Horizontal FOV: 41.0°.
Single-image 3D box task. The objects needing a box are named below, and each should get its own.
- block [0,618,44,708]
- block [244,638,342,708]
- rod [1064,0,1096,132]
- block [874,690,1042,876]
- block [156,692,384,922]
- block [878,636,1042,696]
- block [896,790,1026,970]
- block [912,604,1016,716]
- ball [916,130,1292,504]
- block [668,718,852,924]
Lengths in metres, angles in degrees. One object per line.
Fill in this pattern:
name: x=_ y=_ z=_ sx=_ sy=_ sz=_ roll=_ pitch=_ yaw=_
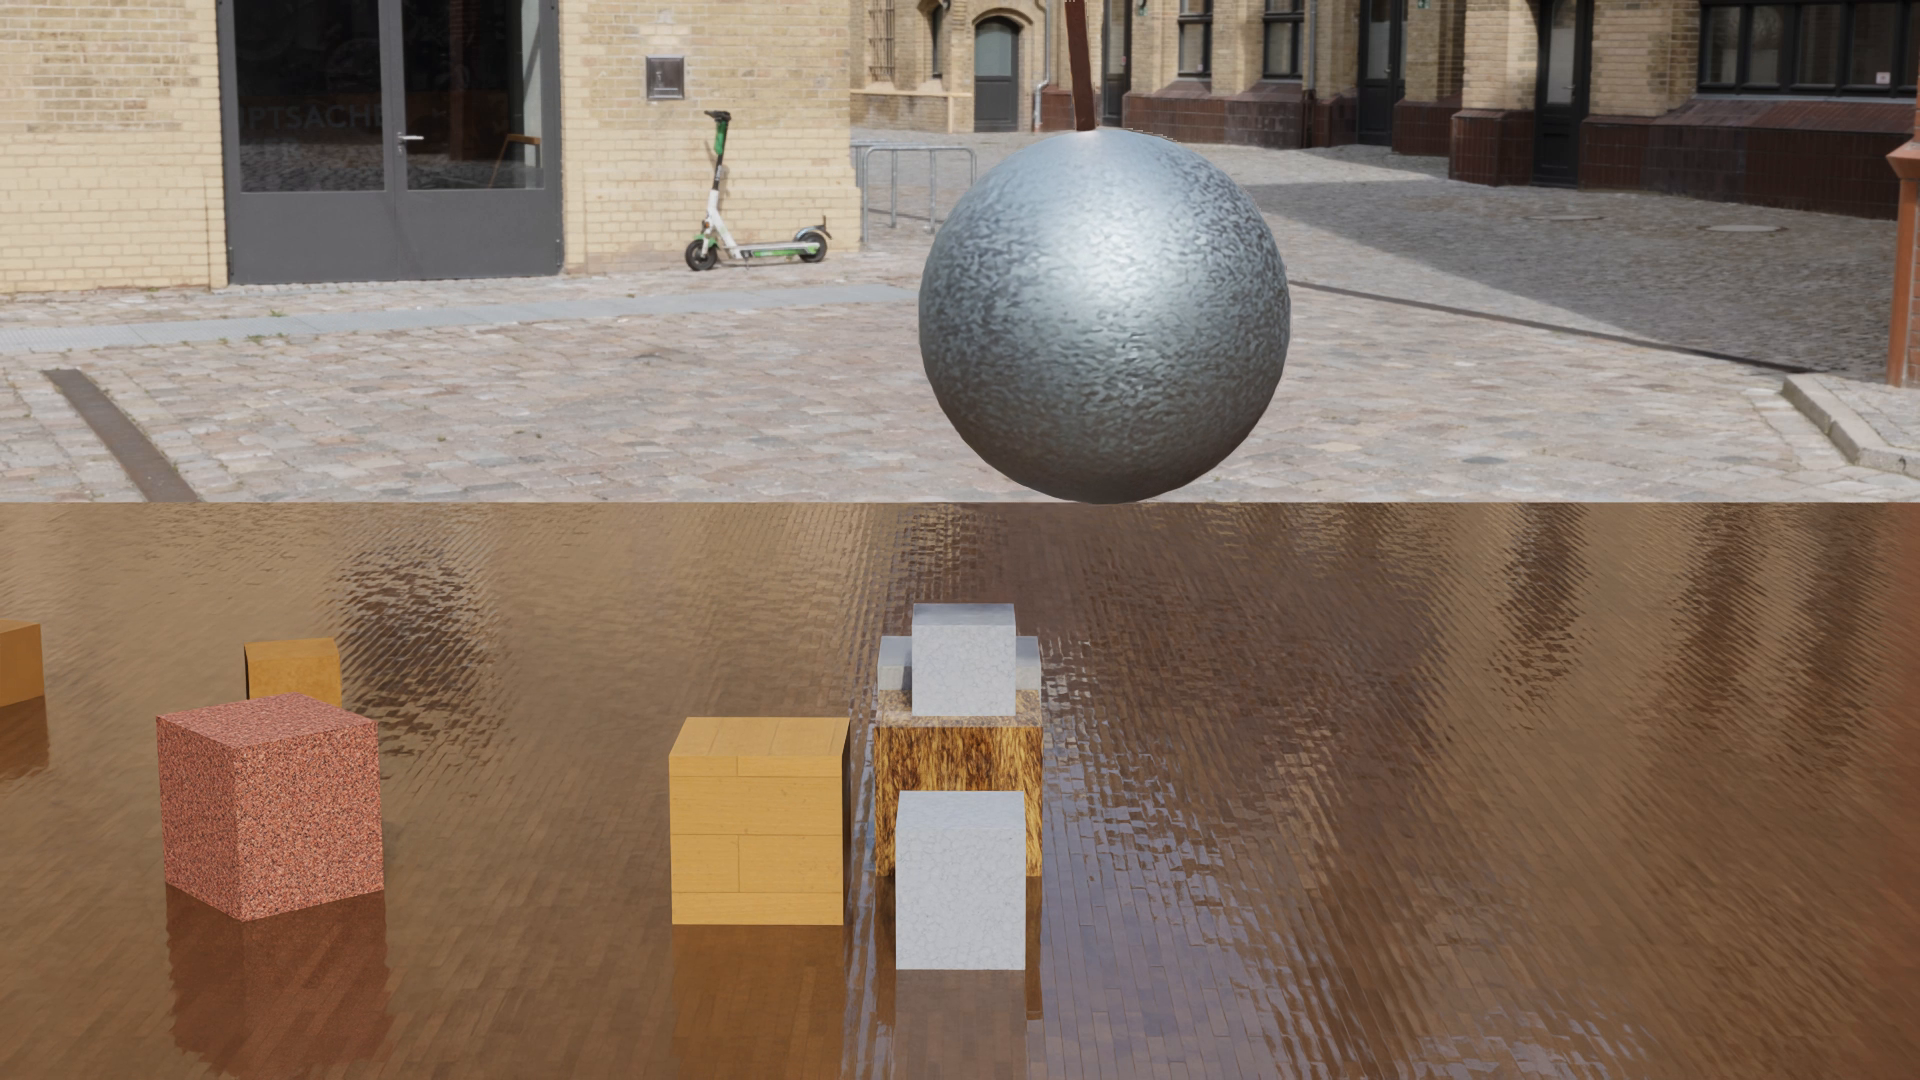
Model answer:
block: x=-5.522 y=0.701 z=14.541 sx=0.400 sy=0.418 sz=0.458 roll=5 pitch=11 yaw=25
block: x=-3.549 y=0.822 z=13.657 sx=0.465 sy=0.497 sz=0.446 roll=-3 pitch=11 yaw=-18
rod: x=0.267 y=-4.281 z=10.402 sx=0.080 sy=5.200 sz=0.080 roll=-6 pitch=10 yaw=1
block: x=-0.006 y=1.093 z=11.656 sx=0.739 sy=0.679 sz=0.698 roll=0 pitch=10 yaw=0
block: x=-3.005 y=1.143 z=11.174 sx=0.665 sy=0.753 sz=0.735 roll=-9 pitch=14 yaw=-41
block: x=-0.003 y=0.917 z=12.318 sx=0.761 sy=0.789 sz=0.647 roll=0 pitch=10 yaw=0
block: x=0.005 y=1.372 z=10.400 sx=0.513 sy=0.580 sz=0.537 roll=0 pitch=10 yaw=1
block: x=0.017 y=0.539 z=11.657 sx=0.461 sy=0.410 sz=0.485 roll=0 pitch=10 yaw=0
ball: x=0.615 y=-0.953 z=11.007 sx=1.600 sy=1.600 sz=1.600 roll=0 pitch=10 yaw=0
block: x=-0.842 y=1.192 z=10.978 sx=0.715 sy=0.727 sz=0.644 roll=0 pitch=10 yaw=1
